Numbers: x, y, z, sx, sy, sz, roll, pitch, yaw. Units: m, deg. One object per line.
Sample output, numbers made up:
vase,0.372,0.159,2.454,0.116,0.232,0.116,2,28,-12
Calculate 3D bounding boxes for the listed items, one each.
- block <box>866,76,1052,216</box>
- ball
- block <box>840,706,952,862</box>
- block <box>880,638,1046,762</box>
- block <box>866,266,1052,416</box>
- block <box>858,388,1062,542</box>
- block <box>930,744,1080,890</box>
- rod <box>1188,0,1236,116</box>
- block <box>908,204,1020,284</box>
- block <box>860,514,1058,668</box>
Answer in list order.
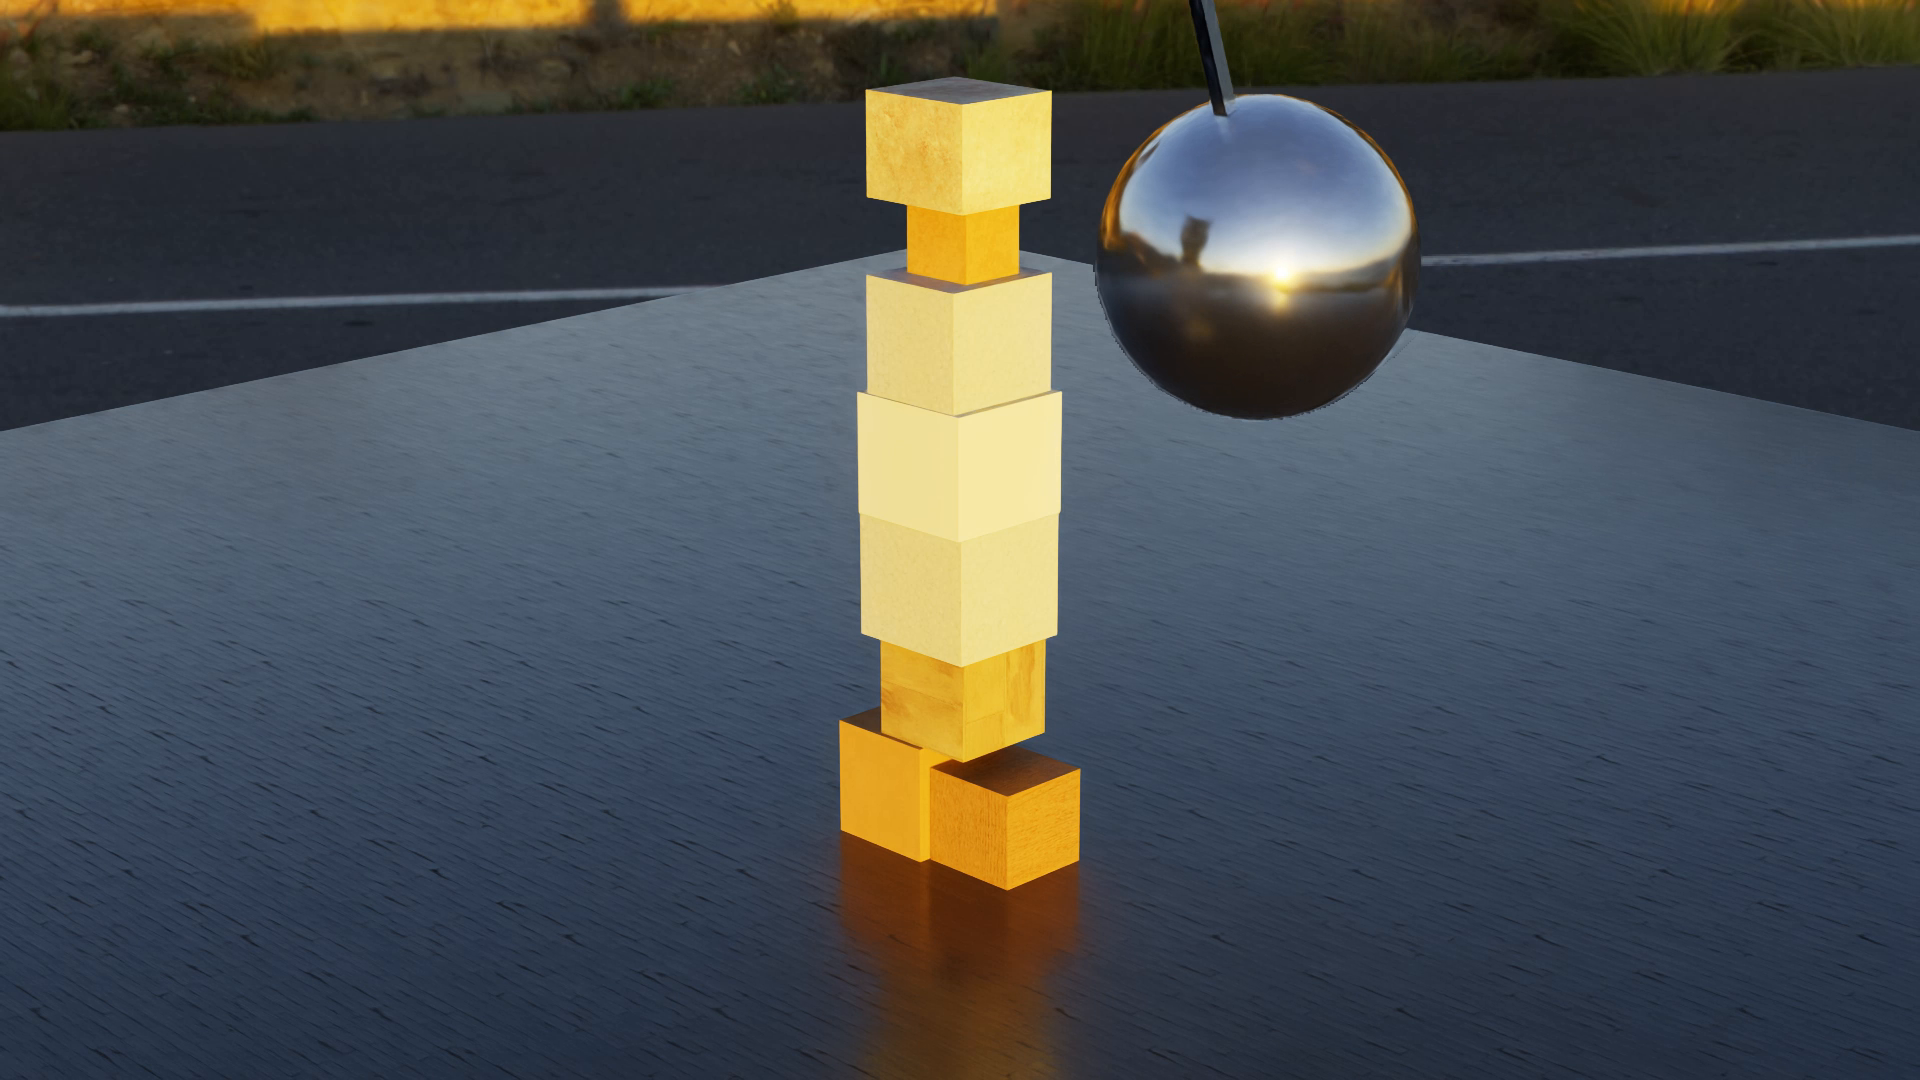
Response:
block,-0.006,-1.727,12.792,0.546,0.471,0.593,-17,24,-42
ball,1.467,-1.392,14.442,1.600,1.600,1.600,0,17,0
block,-0.178,1.111,13.879,0.558,0.557,0.540,-17,24,-42
block,0.014,0.661,13.564,0.536,0.491,0.537,-17,24,-42
block,-0.004,-0.921,13.049,0.614,0.539,0.545,-17,24,-42
block,-0.002,-0.395,13.216,0.653,0.565,0.641,-17,24,-42
block,0.208,1.267,13.550,0.479,0.457,0.496,-17,24,-42
rod,0.636,-4.187,12.692,0.080,5.200,0.080,17,44,42
block,0.013,-1.345,12.933,0.329,0.341,0.367,-17,24,-42
block,-0.004,0.154,13.386,0.622,0.584,0.650,-17,24,-42
